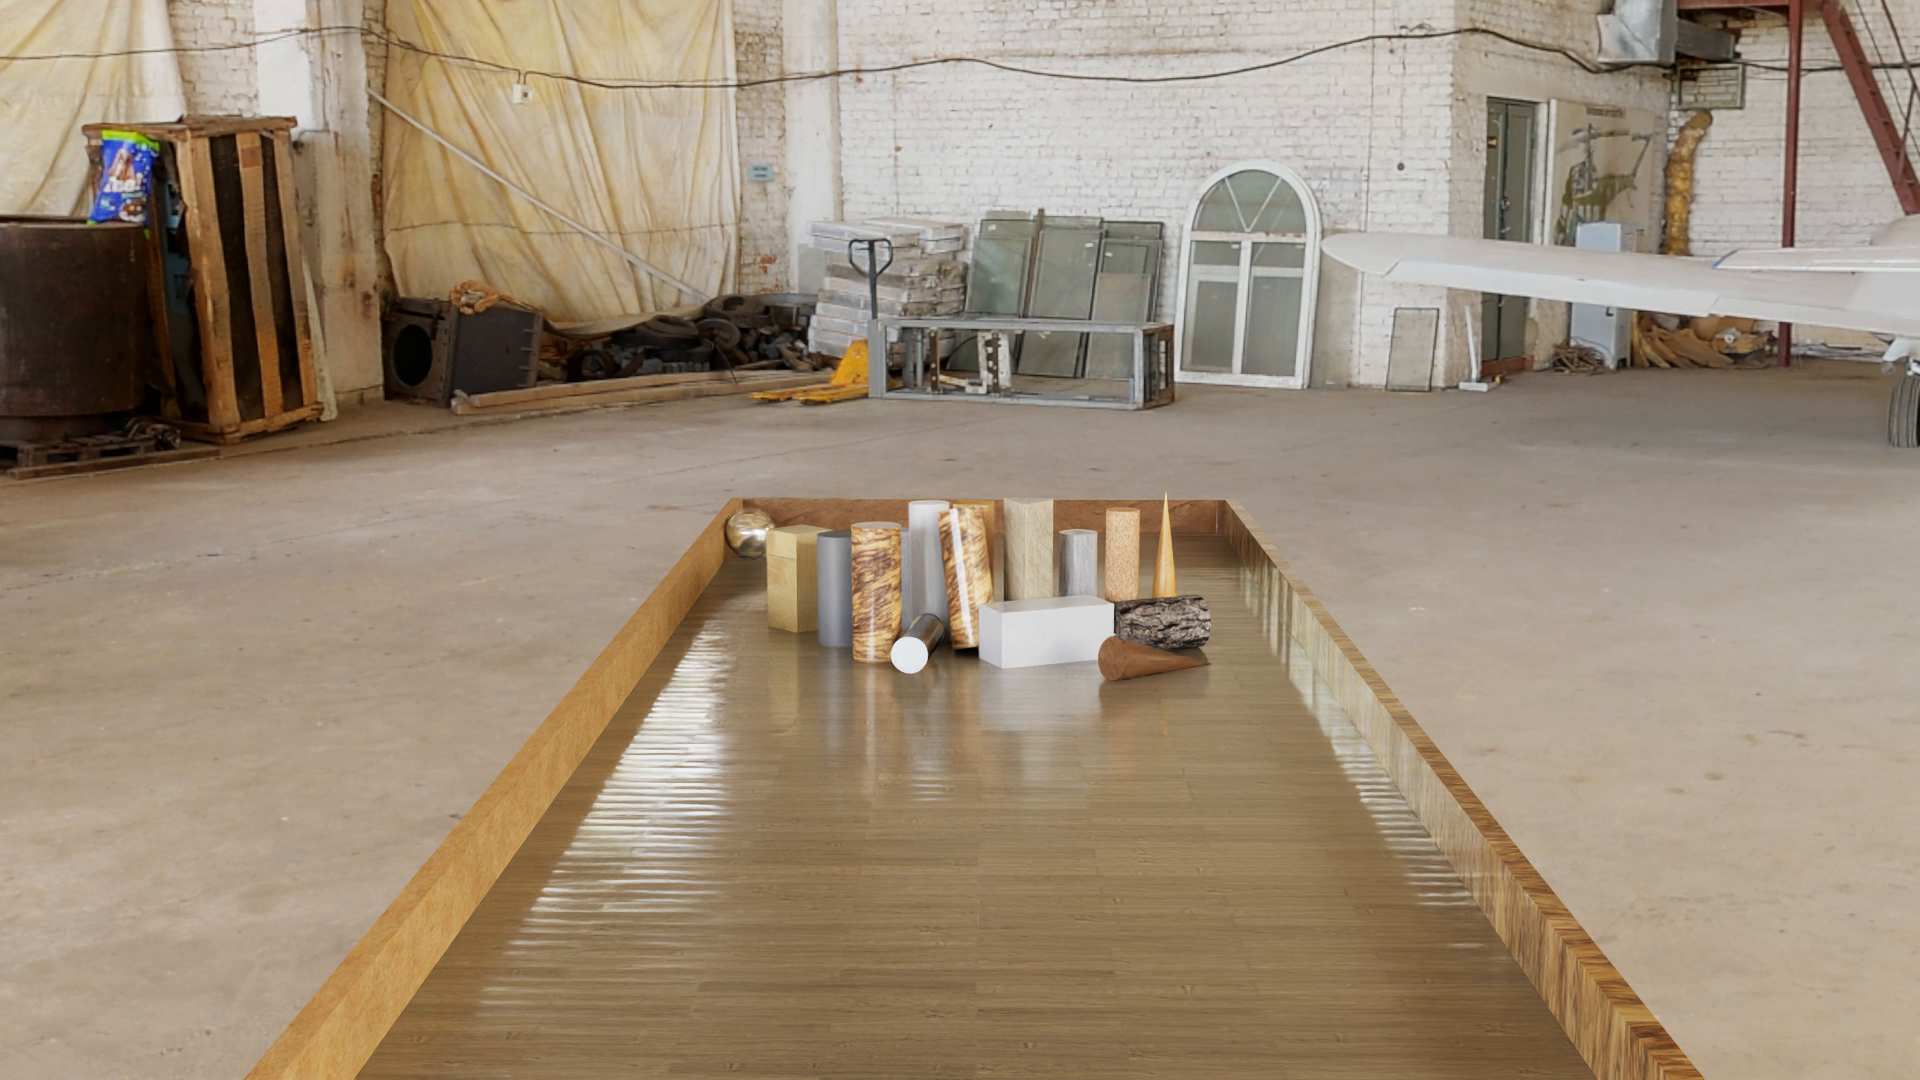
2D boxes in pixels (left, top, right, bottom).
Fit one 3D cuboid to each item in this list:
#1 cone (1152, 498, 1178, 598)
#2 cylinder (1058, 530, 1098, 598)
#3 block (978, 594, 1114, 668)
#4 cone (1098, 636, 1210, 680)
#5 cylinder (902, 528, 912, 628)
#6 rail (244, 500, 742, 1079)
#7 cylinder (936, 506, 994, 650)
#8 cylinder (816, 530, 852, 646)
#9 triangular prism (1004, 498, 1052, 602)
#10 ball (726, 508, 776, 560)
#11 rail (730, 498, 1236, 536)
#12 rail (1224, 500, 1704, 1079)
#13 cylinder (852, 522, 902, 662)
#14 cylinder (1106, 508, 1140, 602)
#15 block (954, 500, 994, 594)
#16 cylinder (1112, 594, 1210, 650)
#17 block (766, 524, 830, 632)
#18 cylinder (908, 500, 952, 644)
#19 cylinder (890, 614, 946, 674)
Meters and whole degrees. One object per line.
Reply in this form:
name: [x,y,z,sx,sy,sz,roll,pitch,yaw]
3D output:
cone: [0.671,0.060,7.197,0.109,0.448,0.109,0,9,0]
cylinder: [0.384,0.130,7.183,0.126,0.315,0.126,0,9,0]
block: [0.264,0.278,6.718,0.376,0.169,0.169,-4,10,-23]
cone: [0.603,0.360,6.533,0.395,0.130,0.130,5,4,-36]
cylinder: [-0.221,0.124,7.210,0.130,0.318,0.130,0,9,0]
rail: [-1.004,0.839,3.234,0.050,0.150,12.000,0,9,1]
cylinder: [0.024,0.118,6.823,0.144,0.429,0.144,-7,-3,0]
cylinder: [-0.378,0.152,6.946,0.145,0.345,0.145,0,9,0]
triangular prism: [0.195,0.097,6.942,0.133,0.455,0.153,6,11,33]
ball: [-0.811,-0.022,8.516,0.197,0.197,0.197,0,9,0]
rail: [0.099,-0.098,9.147,2.100,0.150,0.050,0,9,1]
rail: [1.046,0.843,3.208,0.050,0.150,12.000,0,9,1]
cylinder: [-0.253,0.158,6.701,0.152,0.410,0.152,0,9,0]
cylinder: [0.513,0.113,6.953,0.106,0.422,0.106,0,9,0]
block: [0.045,0.081,7.181,0.116,0.412,0.116,2,9,10]
cylinder: [0.603,0.263,6.825,0.309,0.165,0.165,-4,10,-25]
block: [-0.523,0.124,7.199,0.152,0.322,0.152,-8,12,-43]
cylinder: [-0.094,0.100,6.954,0.129,0.441,0.129,-1,7,0]
cylinder: [-0.126,0.312,6.689,0.110,0.110,0.372,1,9,7]
